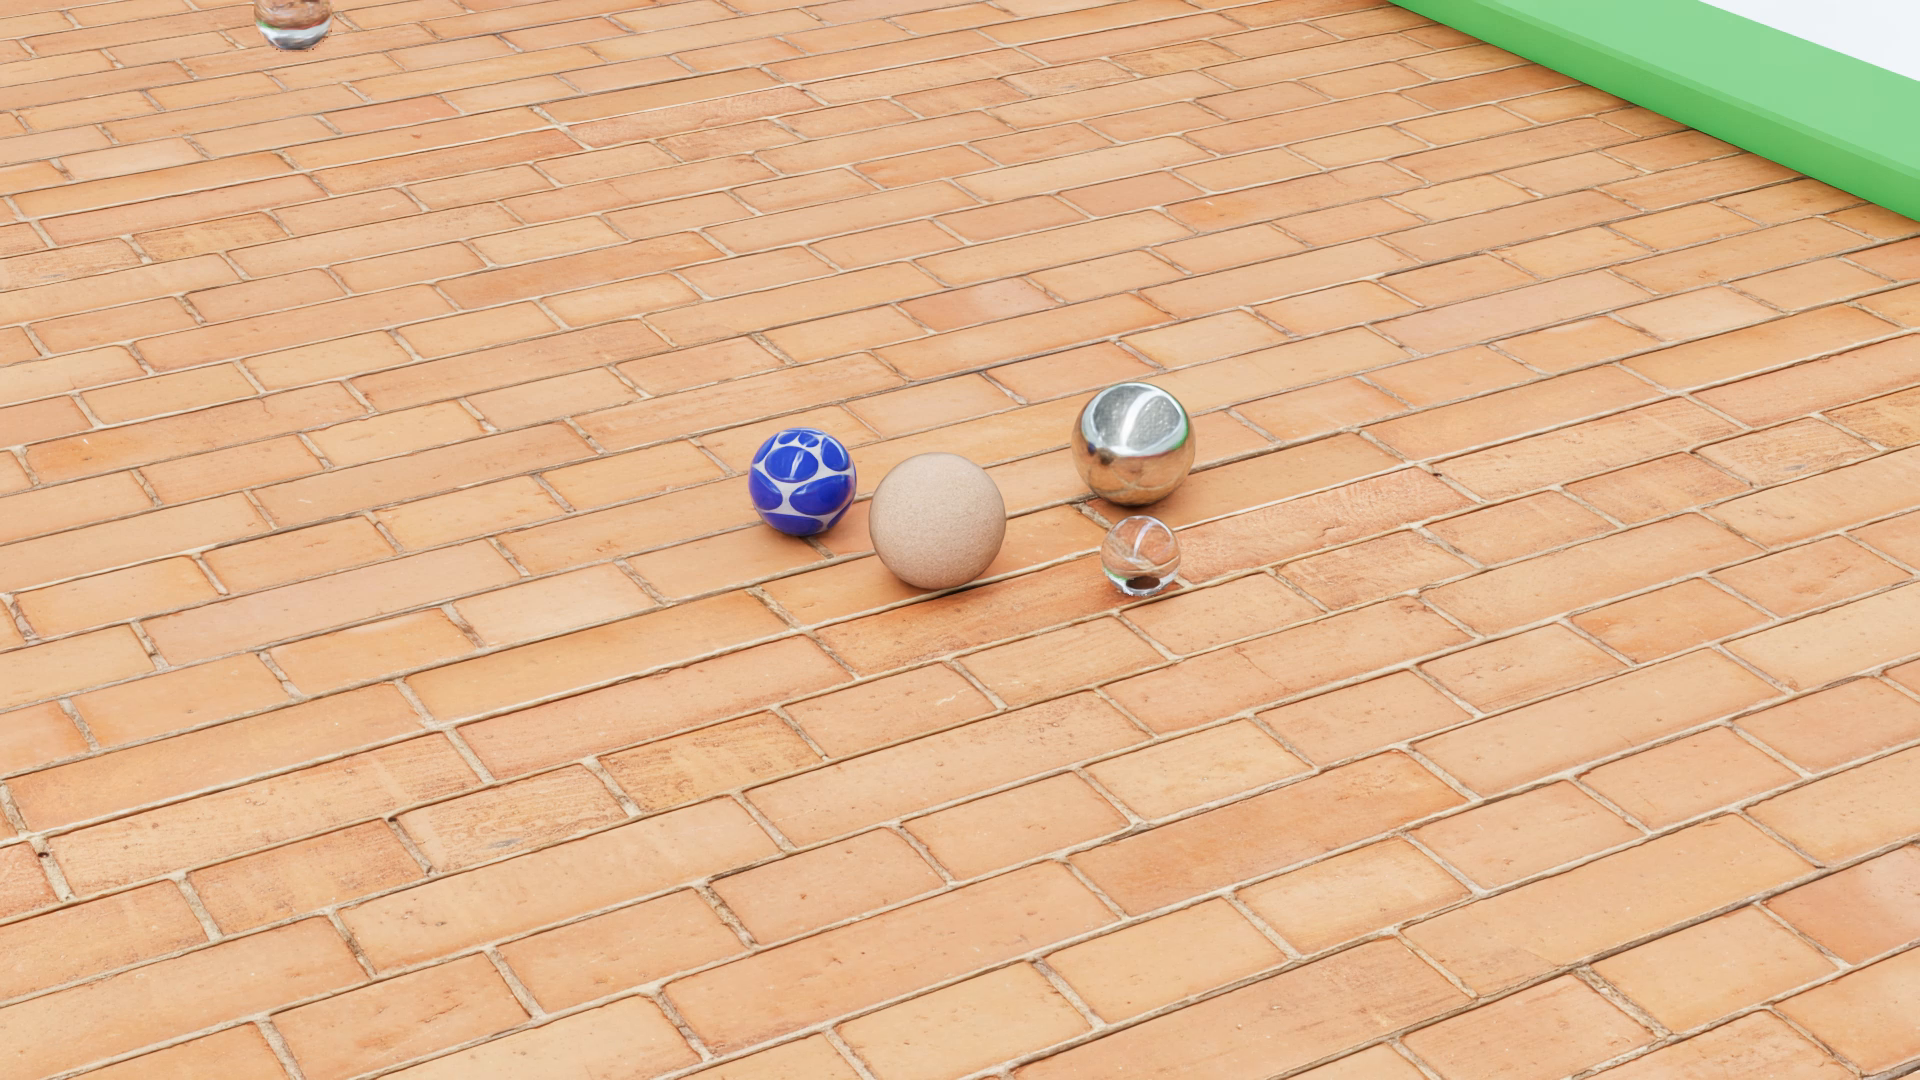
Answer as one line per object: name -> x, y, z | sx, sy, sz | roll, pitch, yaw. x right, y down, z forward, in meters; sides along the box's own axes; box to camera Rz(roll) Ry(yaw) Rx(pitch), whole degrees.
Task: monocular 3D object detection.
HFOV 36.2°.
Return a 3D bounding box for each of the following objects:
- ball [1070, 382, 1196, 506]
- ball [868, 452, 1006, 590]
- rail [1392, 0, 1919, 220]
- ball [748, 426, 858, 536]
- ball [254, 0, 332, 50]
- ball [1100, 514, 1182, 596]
ball -> 0.122, -0.067, 2.065 | 0.088, 0.088, 0.088 | 0, 27, 0
ball -> -0.015, -0.013, 1.954 | 0.092, 0.092, 0.092 | 0, 27, 0
rail -> 0.411, -0.653, 3.173 | 0.045, 0.119, 4.006 | -15, 31, -26
ball -> -0.109, -0.040, 2.025 | 0.076, 0.076, 0.076 | 0, 27, 0
ball -> -0.679, -0.538, 2.994 | 0.079, 0.079, 0.079 | 0, 27, 0
ball -> 0.120, 0.010, 1.950 | 0.054, 0.054, 0.054 | 0, 27, 0
